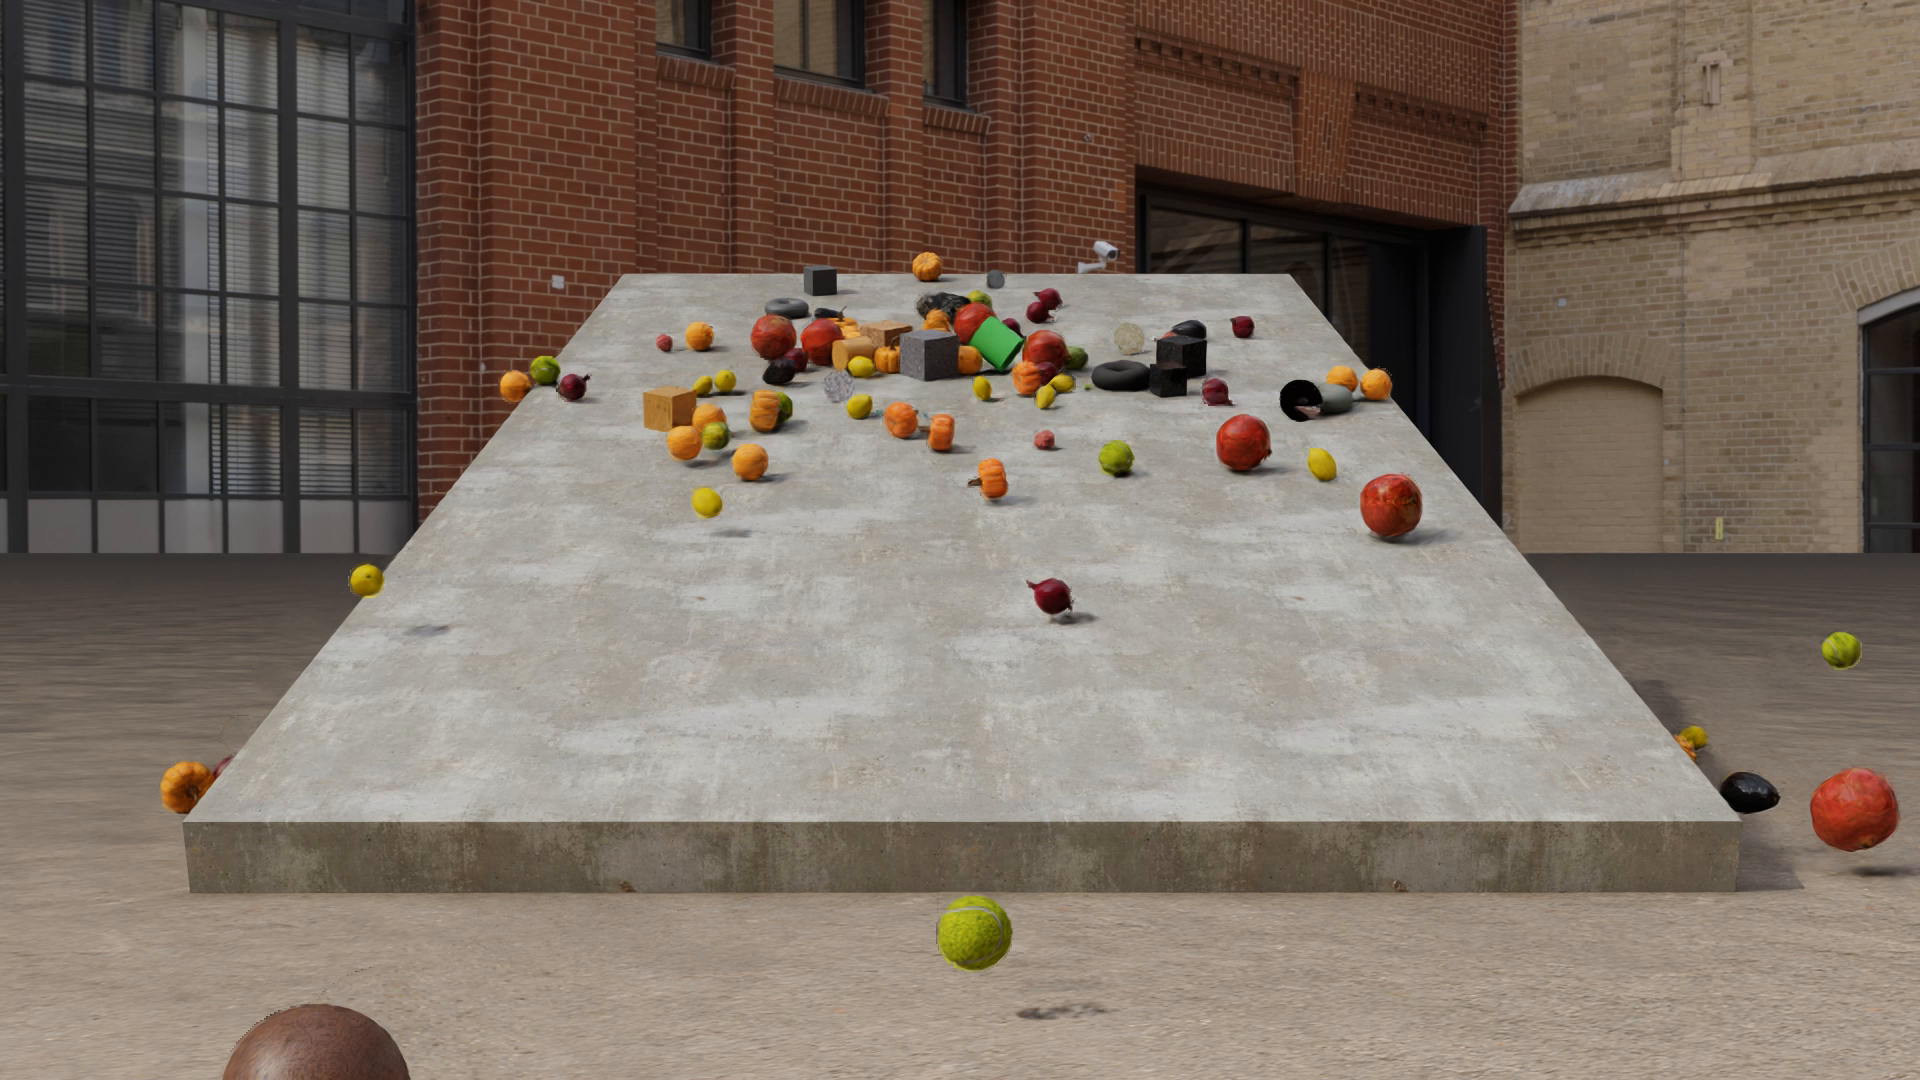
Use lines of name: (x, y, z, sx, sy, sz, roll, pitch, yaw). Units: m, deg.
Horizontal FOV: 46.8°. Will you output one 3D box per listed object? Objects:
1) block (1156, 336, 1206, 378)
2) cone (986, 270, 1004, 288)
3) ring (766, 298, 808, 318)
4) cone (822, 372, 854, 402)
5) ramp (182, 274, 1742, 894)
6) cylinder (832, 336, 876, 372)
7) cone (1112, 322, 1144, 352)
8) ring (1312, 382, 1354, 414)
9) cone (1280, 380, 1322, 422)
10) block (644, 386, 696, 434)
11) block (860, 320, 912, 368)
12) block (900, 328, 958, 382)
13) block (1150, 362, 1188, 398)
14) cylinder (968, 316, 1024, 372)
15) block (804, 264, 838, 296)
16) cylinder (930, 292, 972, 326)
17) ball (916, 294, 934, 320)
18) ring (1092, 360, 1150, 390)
block: (0.532, -0.439, 5.339, 0.085, 0.085, 0.085, -14, 22, -39)
cone: (0.091, -0.750, 6.463, 0.059, 0.059, 0.059, 0, -12, -30)
ring: (-0.471, -0.631, 6.048, 0.120, 0.040, 0.120, 1, 18, 0)
cone: (-0.290, -0.343, 5.109, 0.074, 0.074, 0.074, 0, -11, -19)
ramp: (-0.003, -0.172, 4.774, 2.000, 0.100, 4.000, 0, 17, 0)
cylinder: (-0.260, -0.452, 5.393, 0.077, 0.077, 0.077, -17, 10, -34)
cone: (0.415, -0.497, 5.612, 0.083, 0.083, 0.083, 0, -20, -8)
ring: (0.814, -0.321, 5.014, 0.147, 0.049, 0.147, 0, 16, 0)
cone: (0.748, -0.300, 4.954, 0.096, 0.096, 0.096, 0, -10, -6)
block: (-0.631, -0.285, 4.833, 0.080, 0.080, 0.080, 11, 20, 32)
block: (-0.181, -0.484, 5.470, 0.092, 0.092, 0.092, -15, 23, -41)
block: (-0.074, -0.443, 5.324, 0.100, 0.100, 0.100, -12, 21, -35)
block: (0.483, -0.371, 5.147, 0.066, 0.066, 0.066, -5, 18, -17)
cylinder: (0.089, -0.476, 5.372, 0.098, 0.098, 0.098, 39, 6, 7)
block: (-0.400, -0.743, 6.357, 0.073, 0.073, 0.073, -8, 18, -24)
cylinder: (-0.024, -0.619, 5.941, 0.078, 0.078, 0.078, 0, 12, -43)
ball: (-0.082, -0.629, 5.988, 0.070, 0.070, 0.070, 0, 0, 0)
ring: (0.380, -0.387, 5.232, 0.141, 0.047, 0.141, -3, 19, 1)
